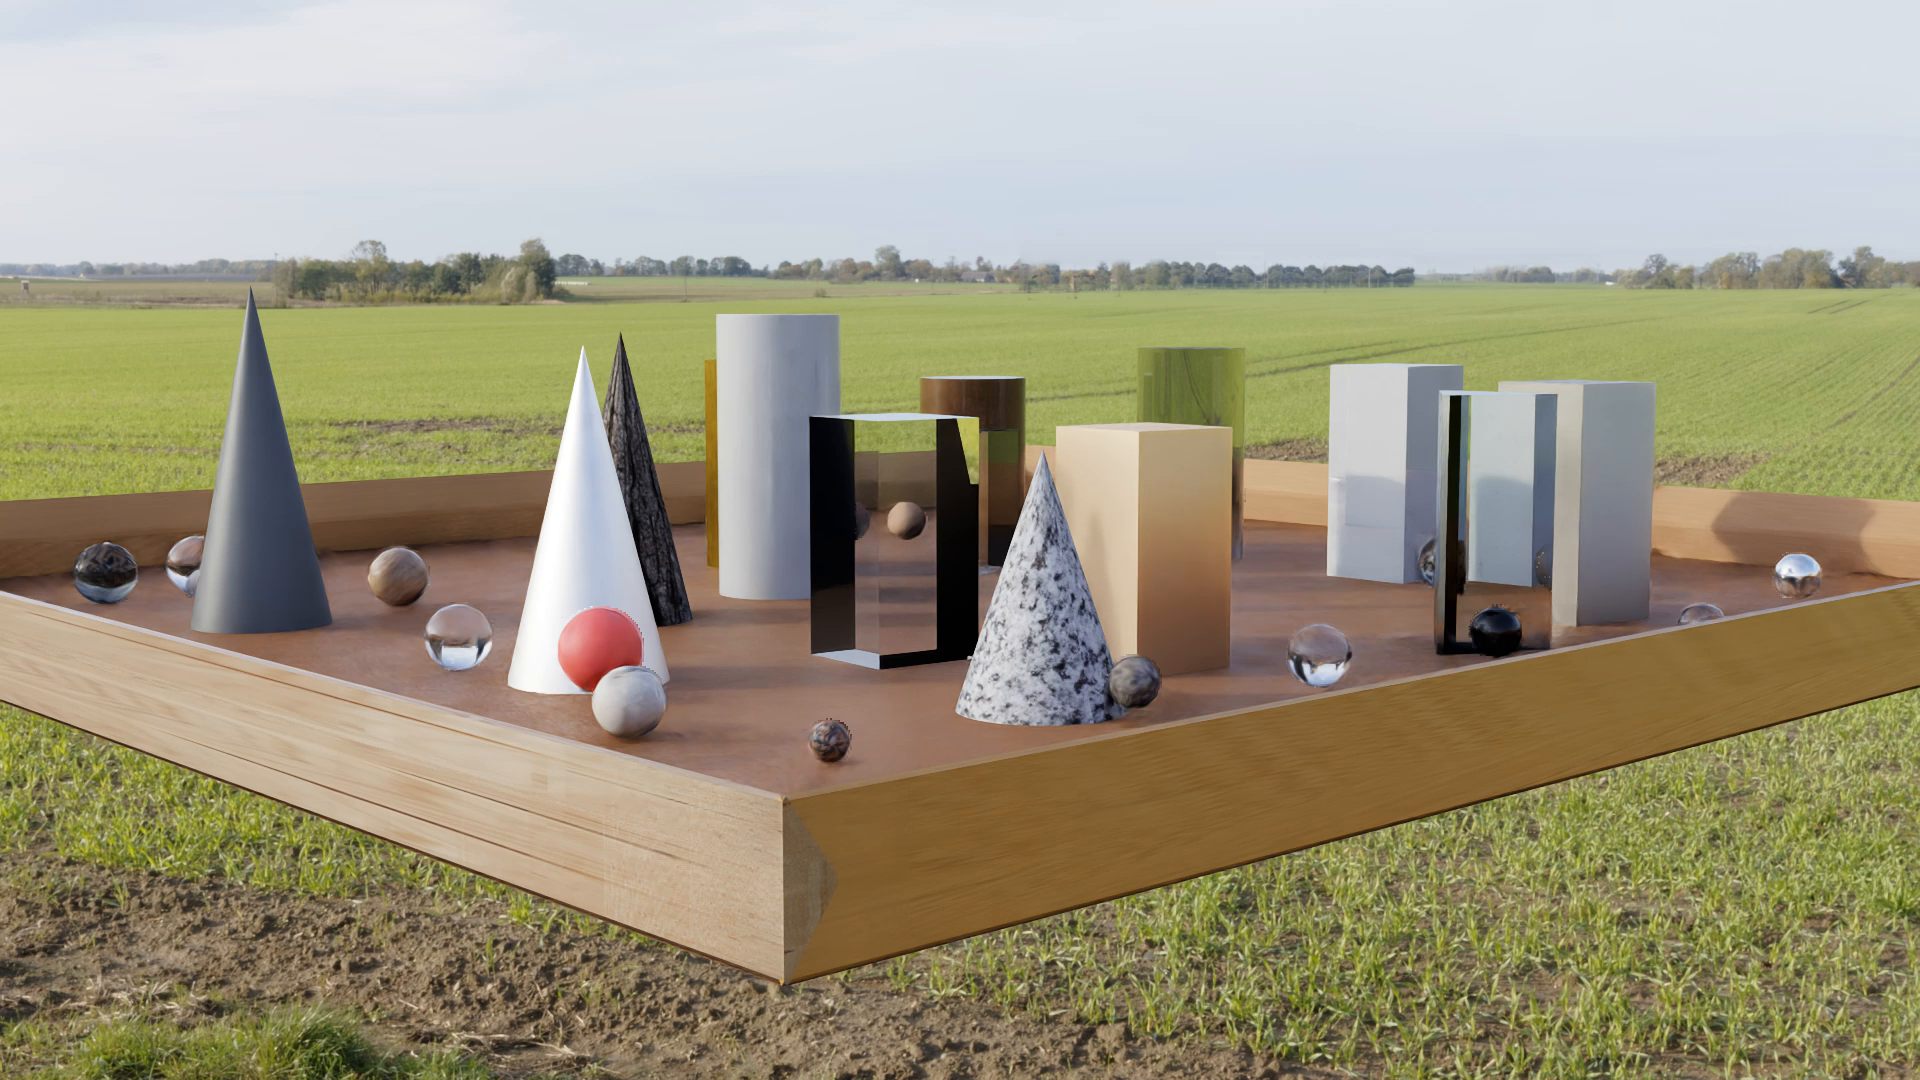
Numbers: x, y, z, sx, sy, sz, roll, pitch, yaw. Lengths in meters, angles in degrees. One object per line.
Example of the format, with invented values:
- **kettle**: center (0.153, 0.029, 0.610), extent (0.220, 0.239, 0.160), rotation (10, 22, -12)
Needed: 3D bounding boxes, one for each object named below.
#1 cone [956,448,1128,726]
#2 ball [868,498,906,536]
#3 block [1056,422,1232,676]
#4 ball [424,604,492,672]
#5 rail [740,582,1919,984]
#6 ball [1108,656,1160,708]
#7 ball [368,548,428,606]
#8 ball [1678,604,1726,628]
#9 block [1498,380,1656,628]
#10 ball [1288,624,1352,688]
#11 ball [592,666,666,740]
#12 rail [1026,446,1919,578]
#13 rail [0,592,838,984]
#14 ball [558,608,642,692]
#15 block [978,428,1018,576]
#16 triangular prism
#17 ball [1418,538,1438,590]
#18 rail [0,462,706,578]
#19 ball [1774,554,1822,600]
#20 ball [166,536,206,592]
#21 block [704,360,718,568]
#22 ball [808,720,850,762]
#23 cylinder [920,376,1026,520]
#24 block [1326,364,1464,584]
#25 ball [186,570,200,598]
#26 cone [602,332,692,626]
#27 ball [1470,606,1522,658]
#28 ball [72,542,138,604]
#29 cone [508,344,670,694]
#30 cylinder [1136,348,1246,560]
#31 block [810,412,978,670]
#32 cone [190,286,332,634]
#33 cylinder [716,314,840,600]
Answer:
- **cone**: center (0.091, 0.044, 2.439), extent (0.194, 0.292, 0.194), rotation (0, 6, 0)
- **ball**: center (-0.142, -0.043, 4.312), extent (0.075, 0.075, 0.075), rotation (0, 6, 0)
- **block**: center (0.229, 0.008, 2.751), extent (0.155, 0.299, 0.155), rotation (-4, 7, -37)
- **ball**: center (-0.619, 0.120, 2.713), extent (0.083, 0.083, 0.083), rotation (0, 6, 0)
- **rail**: center (0.877, 0.132, 2.387), extent (2.746, 0.126, 0.045), rotation (-6, 8, -42)
- **ball**: center (0.189, 0.155, 2.390), extent (0.057, 0.057, 0.057), rotation (0, 6, 0)
- **ball**: center (-0.844, 0.056, 3.306), extent (0.087, 0.087, 0.087), rotation (0, 6, 0)
- **ball**: center (0.972, 0.114, 2.875), extent (0.062, 0.062, 0.062), rotation (0, 6, 0)
- **block**: center (0.887, -0.058, 3.179), extent (0.155, 0.340, 0.155), rotation (-4, 7, -34)
- **ball**: center (0.424, 0.136, 2.599), extent (0.075, 0.075, 0.075), rotation (0, 6, 0)
- **ball**: center (-0.344, 0.169, 2.285), extent (0.076, 0.076, 0.076), rotation (0, 6, 0)
- **rail**: center (0.992, -0.063, 4.242), extent (0.045, 0.126, 2.634), rotation (-6, 8, -42)
- **rail**: center (-0.992, 0.128, 2.422), extent (0.045, 0.126, 2.634), rotation (-6, 8, -42)
- **ball**: center (-0.412, 0.126, 2.515), extent (0.096, 0.096, 0.096), rotation (0, 6, 0)
- **block**: center (-0.006, -0.069, 3.766), extent (0.155, 0.239, 0.155), rotation (4, 7, 32)
- **triangular prism**: center (0.675, -0.028, 2.918), extent (0.168, 0.335, 0.145), rotation (-2, 6, -19)
- **ball**: center (0.770, 0.037, 3.493), extent (0.085, 0.085, 0.085), rotation (0, 6, 0)
- **rail**: center (-0.877, -0.066, 4.277), extent (2.746, 0.126, 0.045), rotation (-6, 8, -42)
- **ball**: center (1.290, 0.056, 3.386), extent (0.071, 0.071, 0.071), rotation (0, 6, 0)
- **ball**: center (-1.199, 0.039, 3.453), extent (0.090, 0.090, 0.090), rotation (0, 6, 0)
- **block**: center (-0.332, -0.131, 3.790), extent (0.155, 0.357, 0.155), rotation (-4, 7, -36)
- **ball**: center (-0.129, 0.199, 2.165), extent (0.041, 0.041, 0.041), rotation (0, 6, 0)
- **cylinder**: center (0.023, -0.137, 4.025), extent (0.194, 0.321, 0.194), rotation (0, 6, 0)
- **block**: center (0.725, -0.115, 3.667), extent (0.155, 0.352, 0.155), rotation (-6, 8, -43)
- **ball**: center (-1.166, 0.068, 3.383), extent (0.046, 0.046, 0.046), rotation (0, 6, 0)
- **cone**: center (-0.483, -0.092, 3.149), extent (0.194, 0.415, 0.194), rotation (0, 6, 0)
- **ball**: center (0.688, 0.118, 2.822), extent (0.065, 0.065, 0.065), rotation (0, 6, 0)
- **ball**: center (-1.294, 0.051, 3.331), extent (0.093, 0.093, 0.093), rotation (0, 6, 0)
- **cone**: center (-0.447, -0.031, 2.627), extent (0.194, 0.402, 0.194), rotation (0, 6, 0)
- **cylinder**: center (0.414, -0.157, 3.953), extent (0.194, 0.375, 0.194), rotation (0, 6, 0)
- **block**: center (-0.085, -0.004, 2.816), extent (0.155, 0.308, 0.155), rotation (-4, 7, -37)
- **cone**: center (-0.991, -0.119, 3.097), extent (0.194, 0.479, 0.194), rotation (0, 6, 0)
- **cylinder**: center (-0.283, -0.135, 3.450), extent (0.194, 0.436, 0.194), rotation (0, 6, 0)
